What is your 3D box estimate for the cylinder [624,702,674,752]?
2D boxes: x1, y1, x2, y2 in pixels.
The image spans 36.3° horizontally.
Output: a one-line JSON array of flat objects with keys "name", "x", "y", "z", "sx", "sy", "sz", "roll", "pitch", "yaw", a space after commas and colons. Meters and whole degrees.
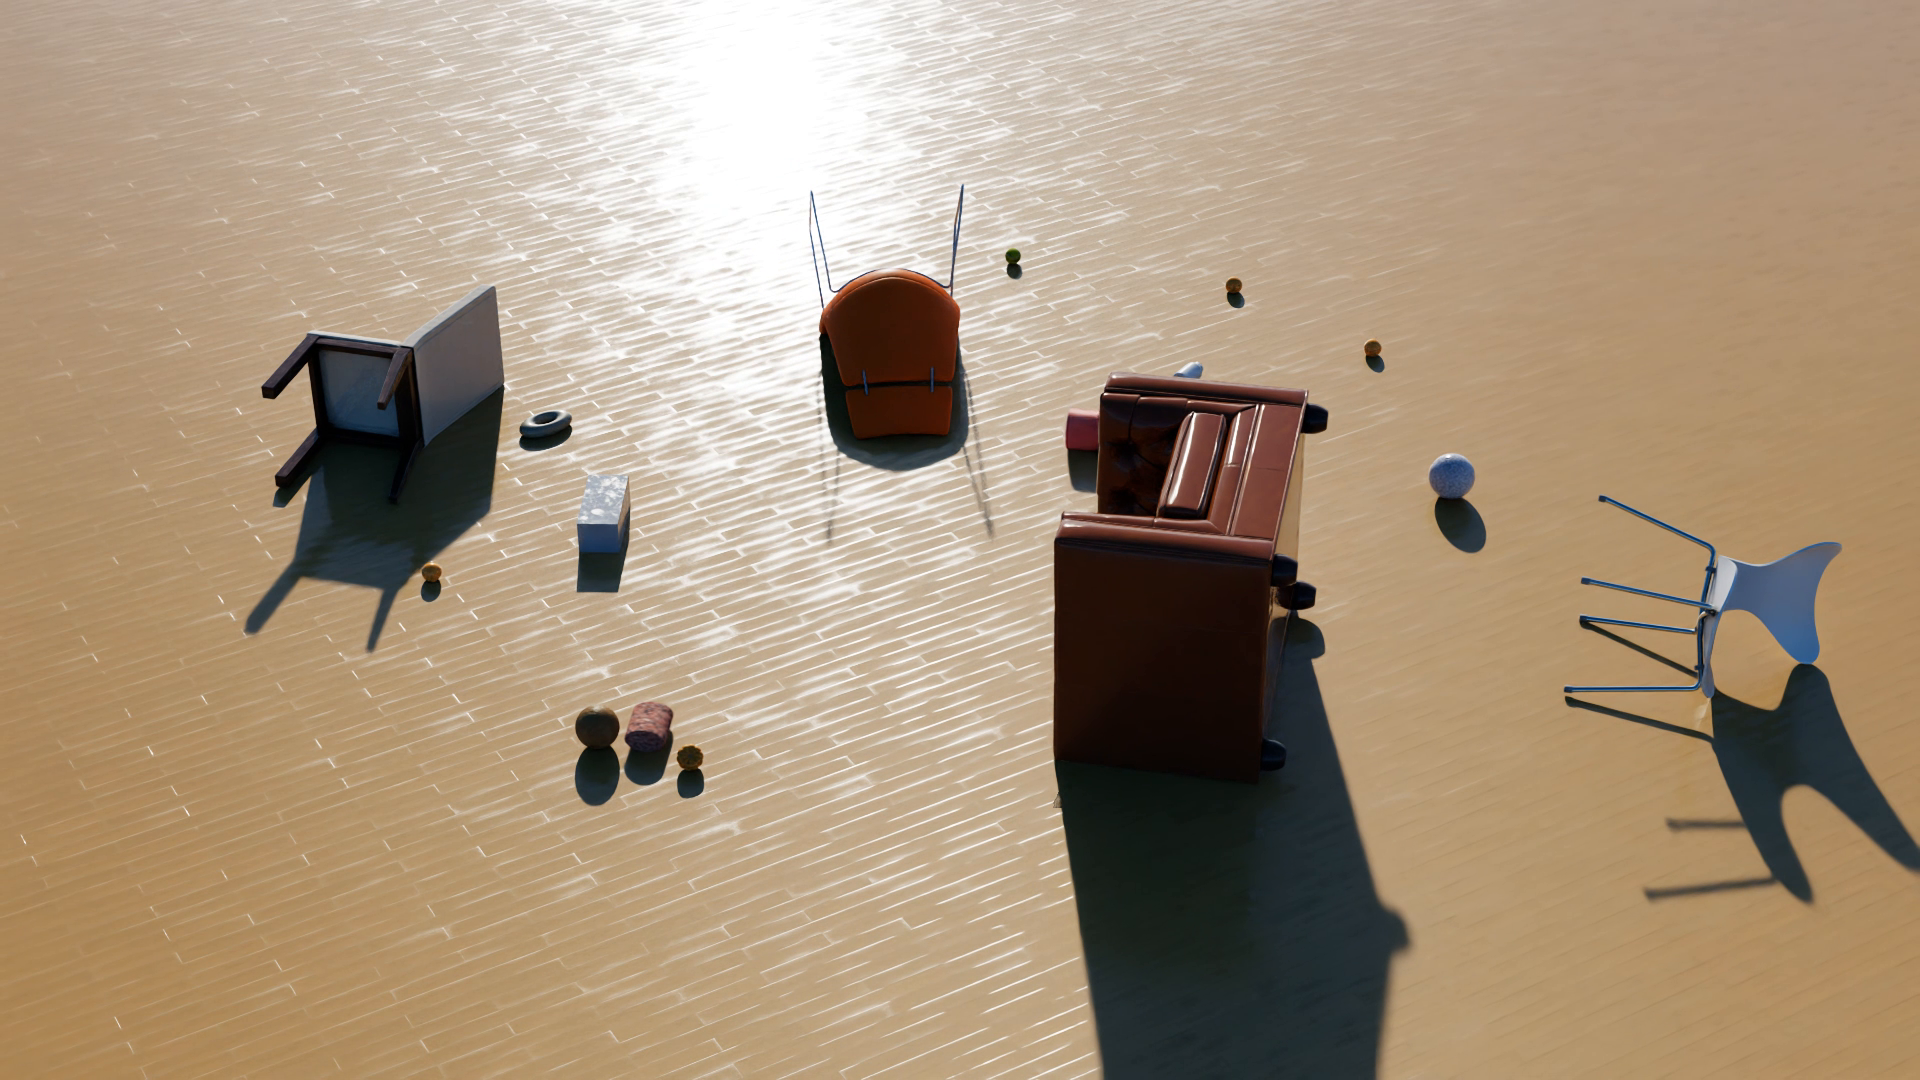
[{"name": "cylinder", "x": -1.051, "y": 0.630, "z": 9.907, "sx": 0.138, "sy": 0.088, "sz": 0.163, "roll": 6, "pitch": 34, "yaw": 3}]

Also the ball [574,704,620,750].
[{"name": "ball", "x": -1.219, "y": 0.628, "z": 9.855, "sx": 0.150, "sy": 0.150, "sz": 0.150, "roll": 0, "pitch": 33, "yaw": 0}]

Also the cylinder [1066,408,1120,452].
[{"name": "cylinder", "x": 0.519, "y": -0.428, "z": 11.451, "sx": 0.190, "sy": 0.158, "sz": 0.152, "roll": 7, "pitch": 45, "yaw": 11}]

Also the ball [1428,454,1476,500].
[{"name": "ball", "x": 1.871, "y": -0.242, "z": 11.151, "sx": 0.177, "sy": 0.177, "sz": 0.177, "roll": 0, "pitch": 33, "yaw": 0}]

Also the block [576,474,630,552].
[{"name": "block", "x": -1.333, "y": -0.100, "z": 10.982, "sx": 0.152, "sy": 0.126, "sz": 0.340, "roll": 1, "pitch": 33, "yaw": 1}]

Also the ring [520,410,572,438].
[{"name": "ring", "x": -1.638, "y": -0.460, "z": 11.596, "sx": 0.226, "sy": 0.052, "sz": 0.131, "roll": -21, "pitch": 40, "yaw": -28}]
